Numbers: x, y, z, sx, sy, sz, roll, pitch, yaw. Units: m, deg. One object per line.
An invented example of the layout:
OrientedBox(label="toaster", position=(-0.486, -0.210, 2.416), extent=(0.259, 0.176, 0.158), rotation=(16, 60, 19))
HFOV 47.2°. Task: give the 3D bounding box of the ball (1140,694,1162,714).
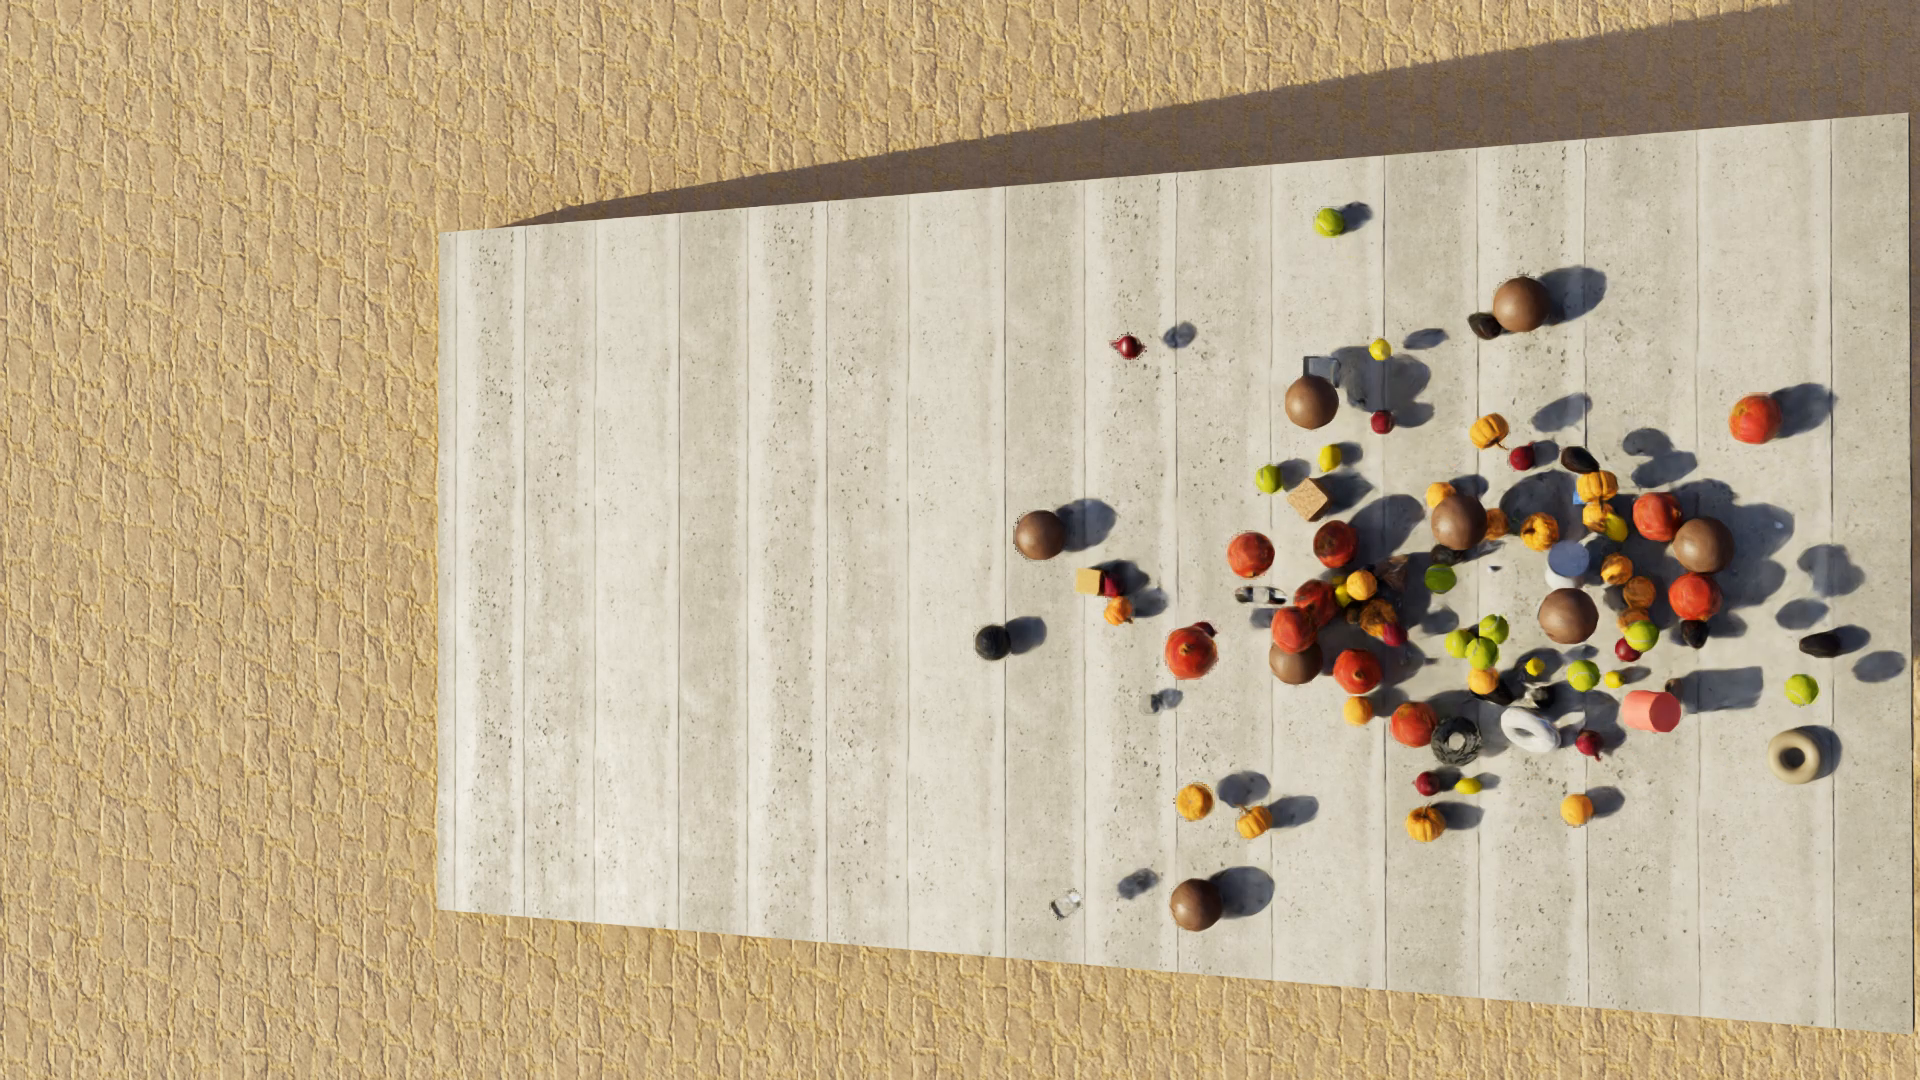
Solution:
OrientedBox(label="ball", position=(0.478, 0.410, 5.498), extent=(0.055, 0.055, 0.055), rotation=(0, 89, 0))

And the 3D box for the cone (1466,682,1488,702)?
OrientedBox(label="cone", position=(1.203, 0.367, 5.167), extent=(0.050, 0.050, 0.050), rotation=(17, 48, -20))

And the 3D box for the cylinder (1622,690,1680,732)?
OrientedBox(label="cylinder", position=(1.537, 0.381, 4.891), extent=(0.089, 0.089, 0.089), rotation=(0, 91, -24))

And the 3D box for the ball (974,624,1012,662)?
OrientedBox(label="ball", position=(0.084, 0.266, 5.666), extent=(0.096, 0.096, 0.096), rotation=(0, 89, 0))

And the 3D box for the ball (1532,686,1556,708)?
OrientedBox(label="ball", position=(1.350, 0.362, 5.081), extent=(0.052, 0.052, 0.052), rotation=(0, 89, 0))

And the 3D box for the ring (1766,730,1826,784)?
OrientedBox(label="ring", position=(1.842, 0.479, 4.849), extent=(0.123, 0.041, 0.123), rotation=(0, 91, 25))

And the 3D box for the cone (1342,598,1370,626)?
OrientedBox(label="cone", position=(0.939, 0.173, 5.271), extent=(0.070, 0.070, 0.070), rotation=(0, 89, 26))

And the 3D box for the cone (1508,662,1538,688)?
OrientedBox(label="cone", position=(1.315, 0.324, 5.099), extent=(0.061, 0.061, 0.061), rotation=(36, 89, 5))

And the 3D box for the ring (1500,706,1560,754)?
OrientedBox(label="ring", position=(1.312, 0.438, 5.058), extent=(0.145, 0.145, 0.048), rotation=(36, 68, 0))

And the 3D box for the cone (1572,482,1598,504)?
OrientedBox(label="cone", position=(1.440, -0.097, 5.037), extent=(0.054, 0.054, 0.054), rotation=(25, 89, 33))

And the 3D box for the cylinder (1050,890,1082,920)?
OrientedBox(label="cylinder", position=(0.265, 0.911, 5.495), extent=(0.054, 0.054, 0.054), rotation=(-41, 89, 22))

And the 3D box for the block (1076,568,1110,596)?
OrientedBox(label="block", position=(0.335, 0.106, 5.566), extent=(0.062, 0.062, 0.062), rotation=(7, 92, 26))

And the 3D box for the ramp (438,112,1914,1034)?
OrientedBox(label="ramp", position=(0.281, 0.081, 5.682), extent=(4.000, 0.100, 2.000), rotation=(0, 89, 26))

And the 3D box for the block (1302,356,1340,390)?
OrientedBox(label="block", position=(0.872, -0.403, 5.308), extent=(0.071, 0.071, 0.071), rotation=(4, 91, 26))

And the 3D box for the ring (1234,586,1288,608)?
OrientedBox(label="ring", position=(0.717, 0.136, 5.242), extent=(0.124, 0.124, 0.041), rotation=(5, 81, 0))

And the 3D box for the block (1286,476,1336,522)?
OrientedBox(label="block", position=(0.848, -0.097, 5.313), extent=(0.076, 0.076, 0.076), rotation=(-47, 71, 18))

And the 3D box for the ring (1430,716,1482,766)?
OrientedBox(label="ring", position=(1.158, 0.470, 5.132), extent=(0.122, 0.041, 0.122), rotation=(0, 95, -5))

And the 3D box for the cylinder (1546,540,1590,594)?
OrientedBox(label="cylinder", position=(1.388, 0.062, 5.024), extent=(0.093, 0.093, 0.093), rotation=(-5, 62, 9))

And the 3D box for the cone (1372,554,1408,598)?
OrientedBox(label="cone", position=(1.043, 0.099, 5.237), extent=(0.092, 0.092, 0.092), rotation=(-28, 106, 0))
